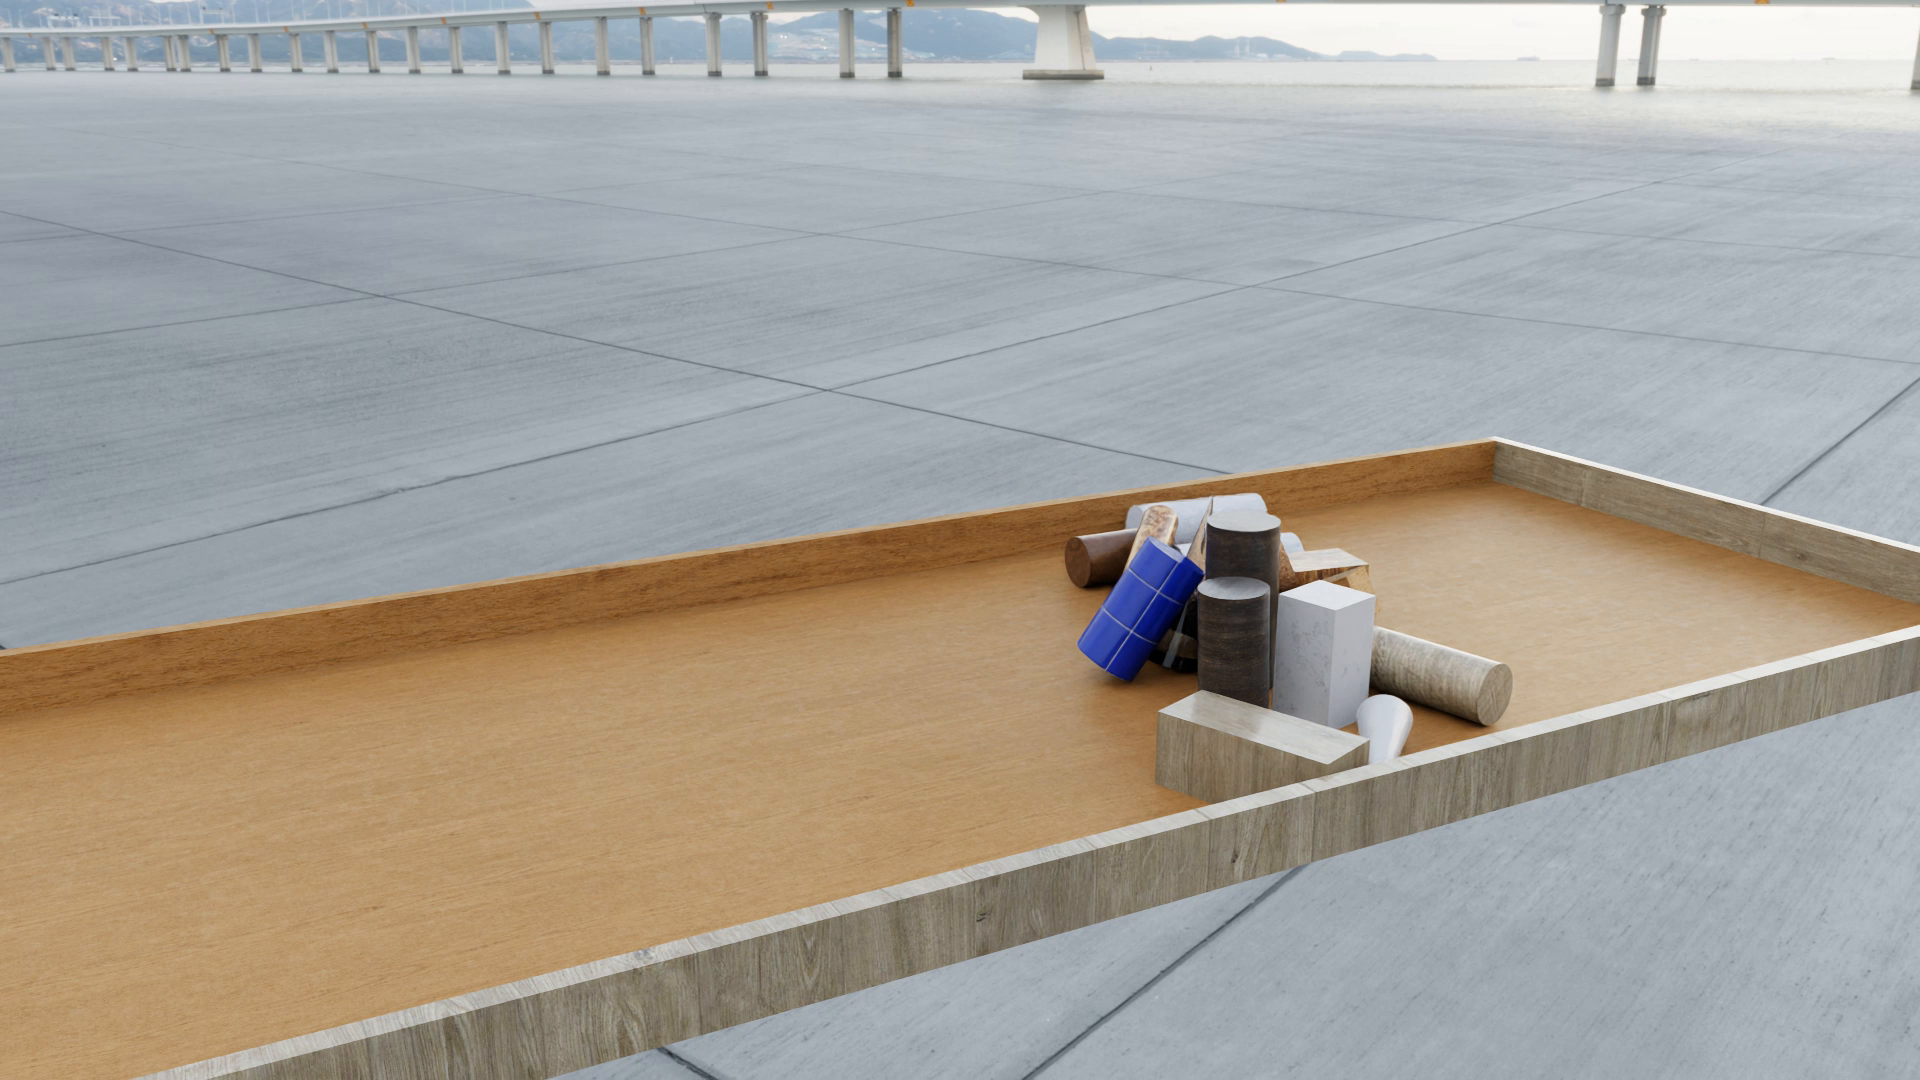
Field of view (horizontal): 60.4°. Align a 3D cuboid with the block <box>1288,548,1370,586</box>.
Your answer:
[{"bbox_3d":[0.886,0.143,4.580,0.460,0.162,0.162,-5,17,-18],"label":"block"}]

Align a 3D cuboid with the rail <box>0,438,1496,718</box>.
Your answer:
[{"bbox_3d":[-3.305,0.497,3.399,12.000,0.150,0.050,-9,18,-27],"label":"rail"}]

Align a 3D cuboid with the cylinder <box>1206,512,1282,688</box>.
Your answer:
[{"bbox_3d":[0.696,0.154,4.082,0.179,0.419,0.179,-1,17,0],"label":"cylinder"}]

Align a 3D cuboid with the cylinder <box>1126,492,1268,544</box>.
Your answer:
[{"bbox_3d":[0.758,-0.056,5.275,0.429,0.153,0.153,-6,18,-20],"label":"cylinder"}]

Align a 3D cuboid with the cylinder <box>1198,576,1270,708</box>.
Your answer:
[{"bbox_3d":[0.634,0.270,3.823,0.165,0.337,0.165,-3,17,1],"label":"cylinder"}]

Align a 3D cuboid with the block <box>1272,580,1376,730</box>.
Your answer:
[{"bbox_3d":[0.855,0.273,3.885,0.159,0.304,0.159,-14,22,-40],"label":"block"}]

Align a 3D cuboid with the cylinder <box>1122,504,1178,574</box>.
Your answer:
[{"bbox_3d":[0.533,0.064,4.711,0.108,0.108,0.443,5,35,16],"label":"cylinder"}]

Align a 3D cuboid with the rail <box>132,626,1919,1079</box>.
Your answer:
[{"bbox_3d":[-2.336,1.006,1.665,12.000,0.150,0.050,-9,18,-27],"label":"rail"}]

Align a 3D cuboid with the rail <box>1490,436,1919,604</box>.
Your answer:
[{"bbox_3d":[2.466,-0.048,5.253,0.050,0.150,2.100,-9,18,-27],"label":"rail"}]

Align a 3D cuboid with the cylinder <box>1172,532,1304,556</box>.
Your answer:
[{"bbox_3d":[0.811,0.068,4.868,0.388,0.144,0.144,-6,17,-19],"label":"cylinder"}]

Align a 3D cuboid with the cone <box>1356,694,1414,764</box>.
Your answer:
[{"bbox_3d":[0.909,0.489,3.581,0.126,0.126,0.397,5,26,16],"label":"cone"}]

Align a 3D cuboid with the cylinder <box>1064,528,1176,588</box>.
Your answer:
[{"bbox_3d":[0.481,0.047,4.930,0.301,0.151,0.151,-8,18,-25],"label":"cylinder"}]

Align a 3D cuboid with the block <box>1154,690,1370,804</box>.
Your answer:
[{"bbox_3d":[0.629,0.467,3.466,0.410,0.169,0.169,14,22,40],"label":"block"}]

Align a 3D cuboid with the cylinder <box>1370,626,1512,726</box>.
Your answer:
[{"bbox_3d":[1.126,0.321,3.994,0.151,0.151,0.380,-14,21,-39],"label":"cylinder"}]

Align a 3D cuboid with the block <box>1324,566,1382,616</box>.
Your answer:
[{"bbox_3d":[0.888,0.188,4.232,0.338,0.125,0.125,-23,-1,36],"label":"block"}]

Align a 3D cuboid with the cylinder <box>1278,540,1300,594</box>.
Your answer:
[{"bbox_3d":[0.656,0.126,4.334,0.433,0.172,0.172,-23,14,10],"label":"cylinder"}]

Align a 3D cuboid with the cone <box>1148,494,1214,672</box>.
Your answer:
[{"bbox_3d":[0.592,0.096,4.191,0.153,0.448,0.153,12,11,-2],"label":"cone"}]

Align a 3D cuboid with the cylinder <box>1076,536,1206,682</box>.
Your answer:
[{"bbox_3d":[0.450,0.173,4.119,0.171,0.324,0.171,31,11,-7],"label":"cylinder"}]
